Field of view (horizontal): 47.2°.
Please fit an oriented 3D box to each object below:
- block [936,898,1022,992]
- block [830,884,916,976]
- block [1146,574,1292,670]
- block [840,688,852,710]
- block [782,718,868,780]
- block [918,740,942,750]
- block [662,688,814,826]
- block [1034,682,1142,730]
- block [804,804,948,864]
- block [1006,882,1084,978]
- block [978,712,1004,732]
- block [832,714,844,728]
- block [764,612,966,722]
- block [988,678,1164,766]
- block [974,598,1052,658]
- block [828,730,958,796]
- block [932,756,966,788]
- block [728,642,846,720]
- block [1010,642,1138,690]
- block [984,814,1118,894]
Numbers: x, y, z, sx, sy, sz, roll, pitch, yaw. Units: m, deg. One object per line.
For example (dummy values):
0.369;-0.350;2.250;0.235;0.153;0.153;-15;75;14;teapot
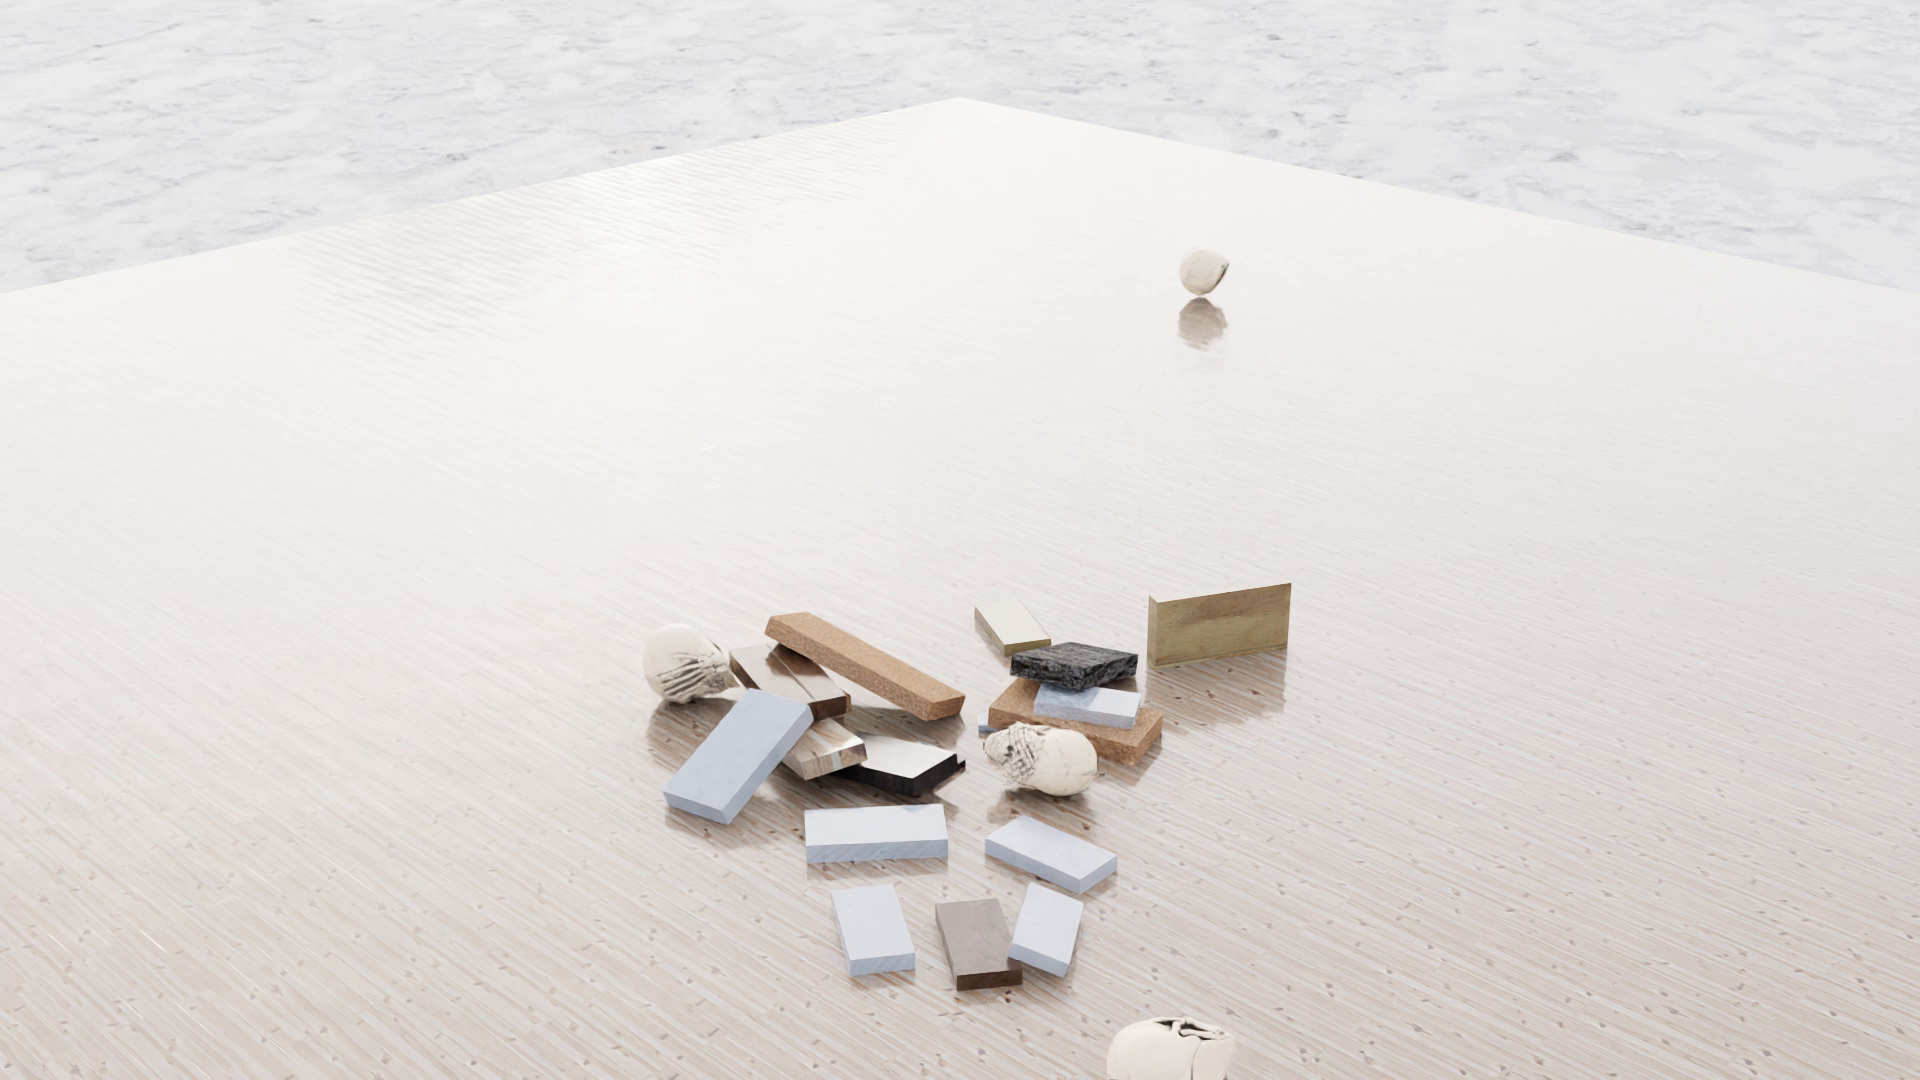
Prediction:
0.032;0.732;3.992;0.118;0.033;0.236;-4;23;-9;block
-0.161;0.713;4.037;0.118;0.033;0.236;-5;23;-11;block
0.600;0.189;5.097;0.339;0.170;0.048;-8;24;-18;block
-0.351;0.330;4.857;0.116;0.033;0.232;-15;27;-32;block
-0.305;0.430;4.600;0.138;0.039;0.276;-17;14;-19;block
-0.096;0.462;4.651;0.058;0.016;0.116;18;29;35;block
-0.454;0.442;4.522;0.157;0.044;0.313;13;47;31;block
0.275;0.354;4.741;0.216;0.031;0.108;8;25;10;block
-0.167;0.579;4.346;0.276;0.039;0.138;-2;23;-5;block
0.157;0.708;4.003;0.108;0.031;0.216;21;23;2;block
0.098;0.397;4.802;0.116;0.016;0.058;0;25;0;block
-0.356;0.367;4.853;0.116;0.033;0.232;-11;26;-25;block
-0.211;0.276;4.875;0.446;0.044;0.157;26;14;24;block
0.250;0.388;4.756;0.339;0.048;0.170;14;26;21;block
0.124;0.208;5.229;0.116;0.033;0.232;-7;24;-16;block
-0.154;0.462;4.567;0.276;0.039;0.138;8;23;40;block
-0.046;0.480;4.608;0.058;0.016;0.116;16;28;33;block
-0.379;0.309;4.807;0.157;0.044;0.313;-10;25;-22;block
0.258;0.278;4.905;0.170;0.048;0.339;10;6;24;block
0.177;0.610;4.279;0.236;0.033;0.118;19;29;37;block
